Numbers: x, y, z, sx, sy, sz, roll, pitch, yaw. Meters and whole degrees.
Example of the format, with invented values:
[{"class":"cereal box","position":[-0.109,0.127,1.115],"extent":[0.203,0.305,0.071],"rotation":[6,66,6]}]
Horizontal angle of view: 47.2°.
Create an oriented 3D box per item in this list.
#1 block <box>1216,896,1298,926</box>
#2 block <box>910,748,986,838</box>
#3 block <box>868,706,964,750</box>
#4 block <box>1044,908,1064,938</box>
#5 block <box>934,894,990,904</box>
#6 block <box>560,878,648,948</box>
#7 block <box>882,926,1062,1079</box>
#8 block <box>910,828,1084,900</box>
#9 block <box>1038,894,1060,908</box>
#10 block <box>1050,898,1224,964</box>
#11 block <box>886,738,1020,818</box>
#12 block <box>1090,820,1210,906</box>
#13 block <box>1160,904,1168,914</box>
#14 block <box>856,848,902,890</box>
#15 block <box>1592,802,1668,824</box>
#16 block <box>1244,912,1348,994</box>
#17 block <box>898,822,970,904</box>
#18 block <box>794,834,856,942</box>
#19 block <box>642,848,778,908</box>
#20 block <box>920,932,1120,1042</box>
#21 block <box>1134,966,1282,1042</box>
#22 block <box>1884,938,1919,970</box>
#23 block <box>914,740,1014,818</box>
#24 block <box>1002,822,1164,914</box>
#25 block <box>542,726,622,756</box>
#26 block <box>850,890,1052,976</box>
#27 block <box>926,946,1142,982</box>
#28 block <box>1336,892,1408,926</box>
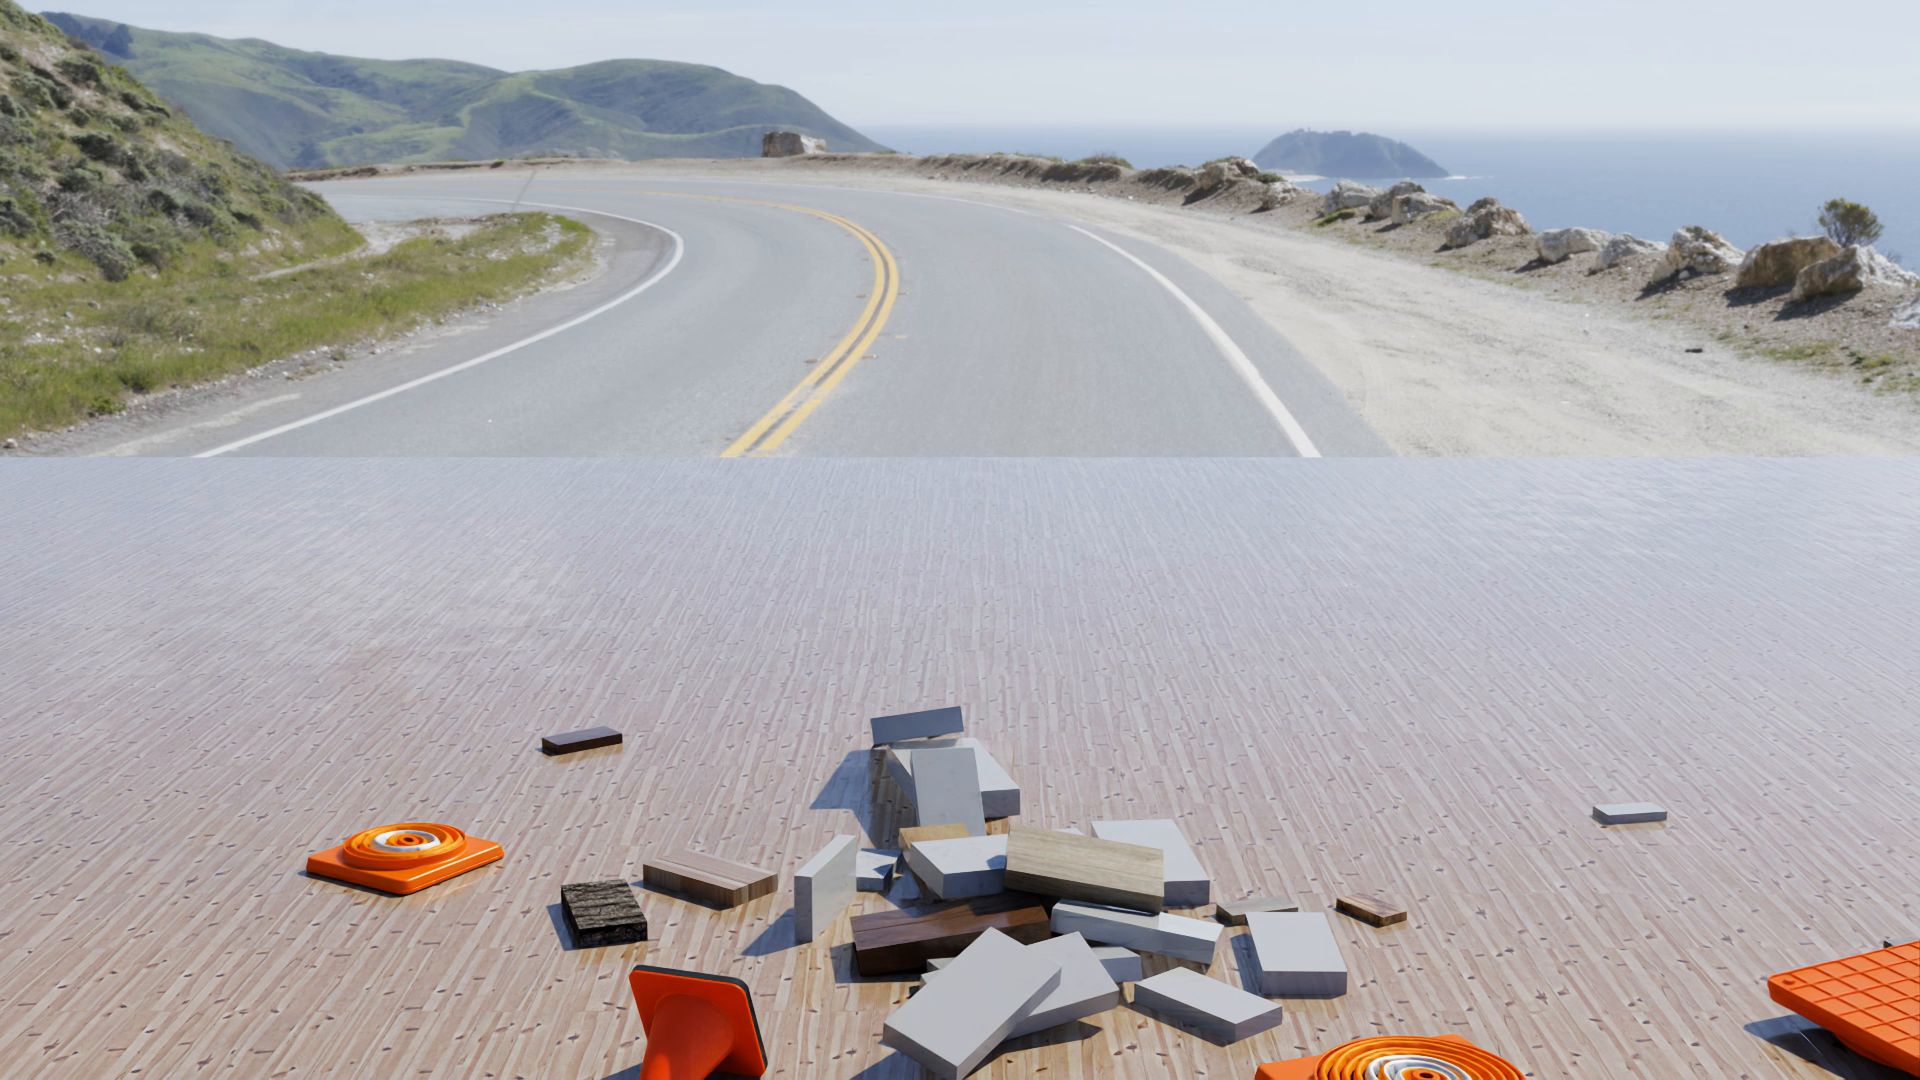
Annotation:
[{"class":"block","position":[0.482,0.601,3.566],"extent":[0.118,0.017,0.059],"rotation":[-4,11,-19]},{"class":"block","position":[-0.019,0.469,3.851],"extent":[0.113,0.032,0.227],"rotation":[-2,51,-9]},{"class":"block","position":[-0.091,0.374,4.364],"extent":[0.174,0.049,0.347],"rotation":[-8,-7,-4]},{"class":"block","position":[0.154,0.602,3.526],"extent":[0.099,0.028,0.198],"rotation":[4,11,22]},{"class":"block","position":[0.020,0.554,3.579],"extent":[0.099,0.028,0.198],"rotation":[9,22,4]},{"class":"block","position":[-0.574,0.599,3.540],"extent":[0.106,0.030,0.212],"rotation":[-3,11,-18]},{"class":"block","position":[0.019,0.640,3.037],"extent":[0.124,0.035,0.248],"rotation":[25,38,28]},{"class":"block","position":[0.083,0.521,3.553],"extent":[0.294,0.042,0.147],"rotation":[-2,13,-22]},{"class":"block","position":[0.164,0.551,3.636],"extent":[0.113,0.032,0.227],"rotation":[-2,11,-11]},{"class":"block","position":[0.273,0.598,3.391],"extent":[0.252,0.036,0.126],"rotation":[10,4,12]},{"class":"block","position":[-0.017,0.440,4.072],"extent":[0.174,0.049,0.347],"rotation":[-2,11,-13]},{"class":"block","position":[0.322,0.550,3.768],"extent":[0.147,0.042,0.327],"rotation":[-1,11,-5]},{"class":"block","position":[0.286,0.580,3.556],"extent":[0.054,0.015,0.107],"rotation":[-13,37,-23]},{"class":"block","position":[-0.150,0.562,3.761],"extent":[0.074,0.021,0.148],"rotation":[2,11,11]},{"class":"block","position":[1.242,0.506,4.076],"extent":[0.118,0.017,0.059],"rotation":[-2,11,-11]},{"class":"block","position":[0.511,0.629,3.362],"extent":[0.124,0.035,0.248],"rotation":[0,11,1]},{"class":"block","position":[-0.020,0.548,3.673],"extent":[0.113,0.032,0.227],"rotation":[-3,24,-16]},{"class":"block","position":[-0.216,0.559,3.546],"extent":[0.030,0.106,0.212],"rotation":[3,11,16]},{"class":"block","position":[-0.421,0.568,3.706],"extent":[0.212,0.030,0.106],"rotation":[8,13,37]},{"class":"block","position":[0.084,0.639,3.114],"extent":[0.252,0.036,0.126],"rotation":[-11,37,-23]},{"class":"block","position":[0.356,0.668,3.171],"extent":[0.099,0.028,0.198],"rotation":[-9,14,-40]},{"class":"block","position":[1.474,0.637,3.372],"extent":[0.054,0.015,0.107],"rotation":[-3,11,-14]},{"class":"block","position":[0.013,0.458,4.246],"extent":[0.174,0.049,0.347],"rotation":[1,11,3]},{"class":"block","position":[0.196,0.518,3.470],"extent":[0.248,0.035,0.124],"rotation":[10,28,-1]},{"class":"block","position":[-0.782,0.415,4.555],"extent":[0.148,0.021,0.074],"rotation":[-8,13,-37]},{"class":"block","position":[-0.016,0.603,3.389],"extent":[0.294,0.042,0.147],"rotation":[-8,11,-6]},{"class":"block","position":[0.108,0.635,3.250],"extent":[0.296,0.036,0.126],"rotation":[-2,-2,-11]},{"class":"block","position":[0.669,0.600,3.574],"extent":[0.054,0.015,0.107],"rotation":[-7,13,-33]}]
